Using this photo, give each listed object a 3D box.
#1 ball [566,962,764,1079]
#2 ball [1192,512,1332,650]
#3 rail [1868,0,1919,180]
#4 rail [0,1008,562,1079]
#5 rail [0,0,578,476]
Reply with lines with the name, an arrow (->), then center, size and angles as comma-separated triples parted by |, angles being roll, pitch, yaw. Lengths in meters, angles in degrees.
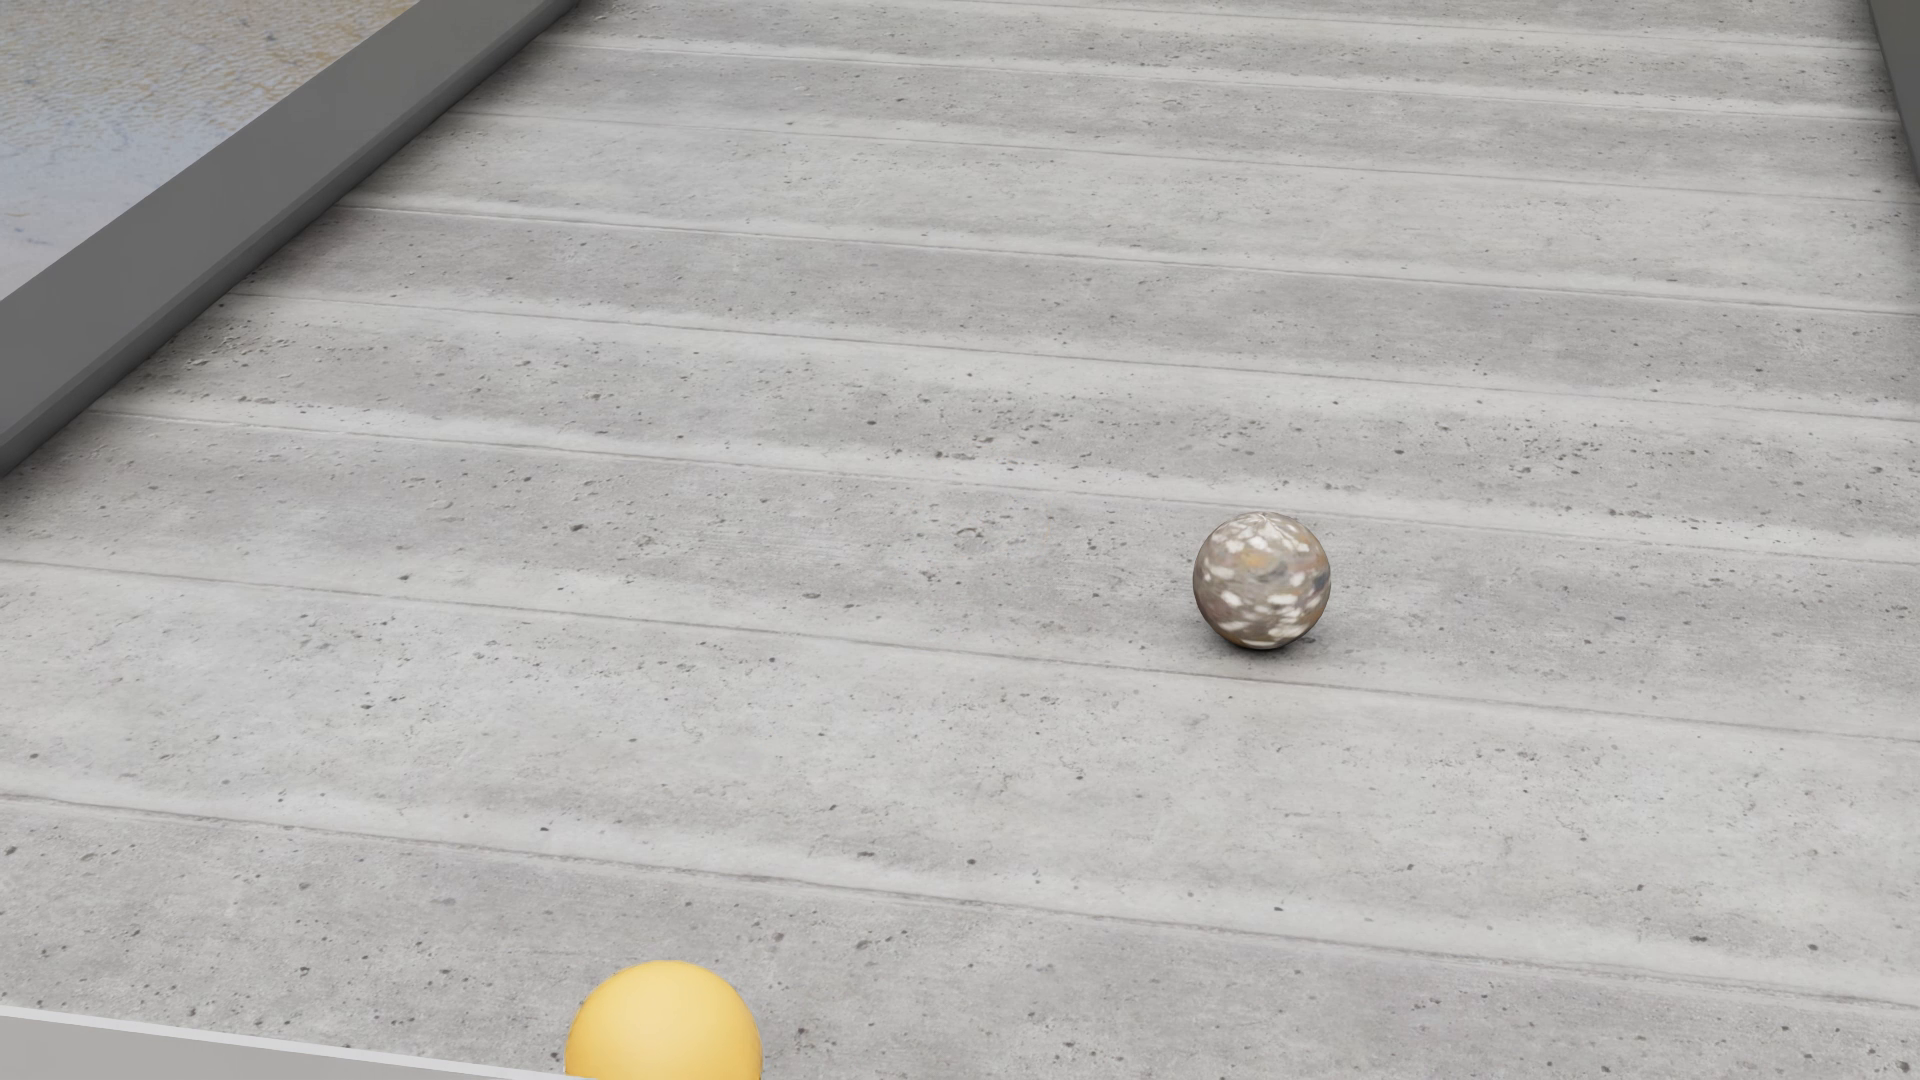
ball -> -0.137, 0.241, 1.359 | 0.091, 0.091, 0.091 | 0, 25, 0
ball -> 0.186, 0.025, 1.818 | 0.086, 0.086, 0.086 | 0, 25, 0
rail -> 0.802, -0.251, 2.356 | 0.045, 0.118, 2.796 | 5, 26, 10
rail -> -0.135, 0.270, 1.263 | 1.398, 0.118, 0.045 | 5, 26, 10
rail -> -0.522, -0.367, 2.600 | 0.045, 0.118, 2.796 | 5, 26, 10
